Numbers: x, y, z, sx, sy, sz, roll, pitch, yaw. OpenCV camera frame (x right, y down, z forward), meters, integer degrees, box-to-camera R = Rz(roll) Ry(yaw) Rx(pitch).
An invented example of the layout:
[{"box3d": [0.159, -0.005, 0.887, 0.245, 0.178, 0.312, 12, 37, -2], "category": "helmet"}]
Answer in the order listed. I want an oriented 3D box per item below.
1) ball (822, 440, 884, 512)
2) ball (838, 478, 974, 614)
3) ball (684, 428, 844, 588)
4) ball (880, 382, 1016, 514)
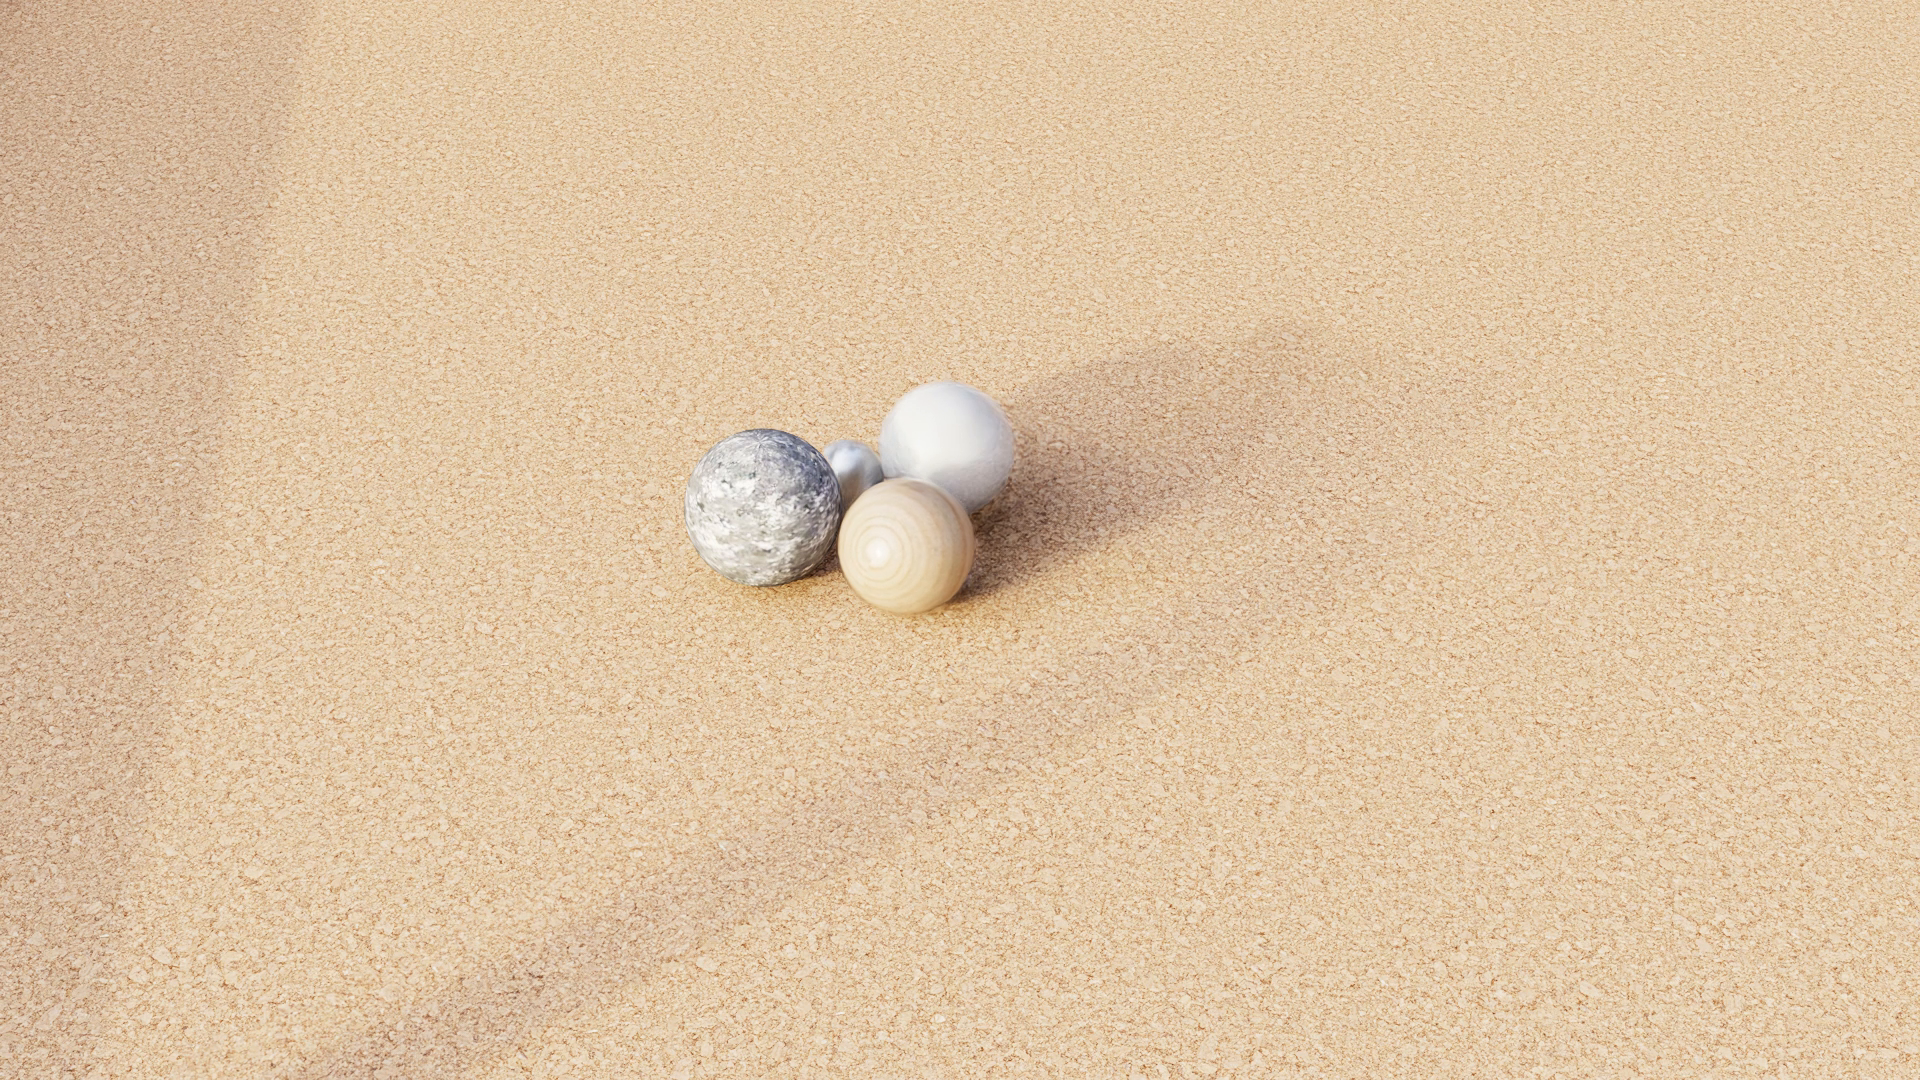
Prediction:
[{"box3d": [-0.071, -0.040, 1.634, 0.046, 0.046, 0.046, 0, 36, 0], "category": "ball"}, {"box3d": [-0.032, 0.003, 1.544, 0.083, 0.083, 0.083, 0, 36, 0], "category": "ball"}, {"box3d": [-0.120, -0.019, 1.563, 0.097, 0.097, 0.097, 0, 36, 0], "category": "ball"}, {"box3d": [-0.008, -0.057, 1.624, 0.086, 0.086, 0.086, 0, 36, 0], "category": "ball"}]
